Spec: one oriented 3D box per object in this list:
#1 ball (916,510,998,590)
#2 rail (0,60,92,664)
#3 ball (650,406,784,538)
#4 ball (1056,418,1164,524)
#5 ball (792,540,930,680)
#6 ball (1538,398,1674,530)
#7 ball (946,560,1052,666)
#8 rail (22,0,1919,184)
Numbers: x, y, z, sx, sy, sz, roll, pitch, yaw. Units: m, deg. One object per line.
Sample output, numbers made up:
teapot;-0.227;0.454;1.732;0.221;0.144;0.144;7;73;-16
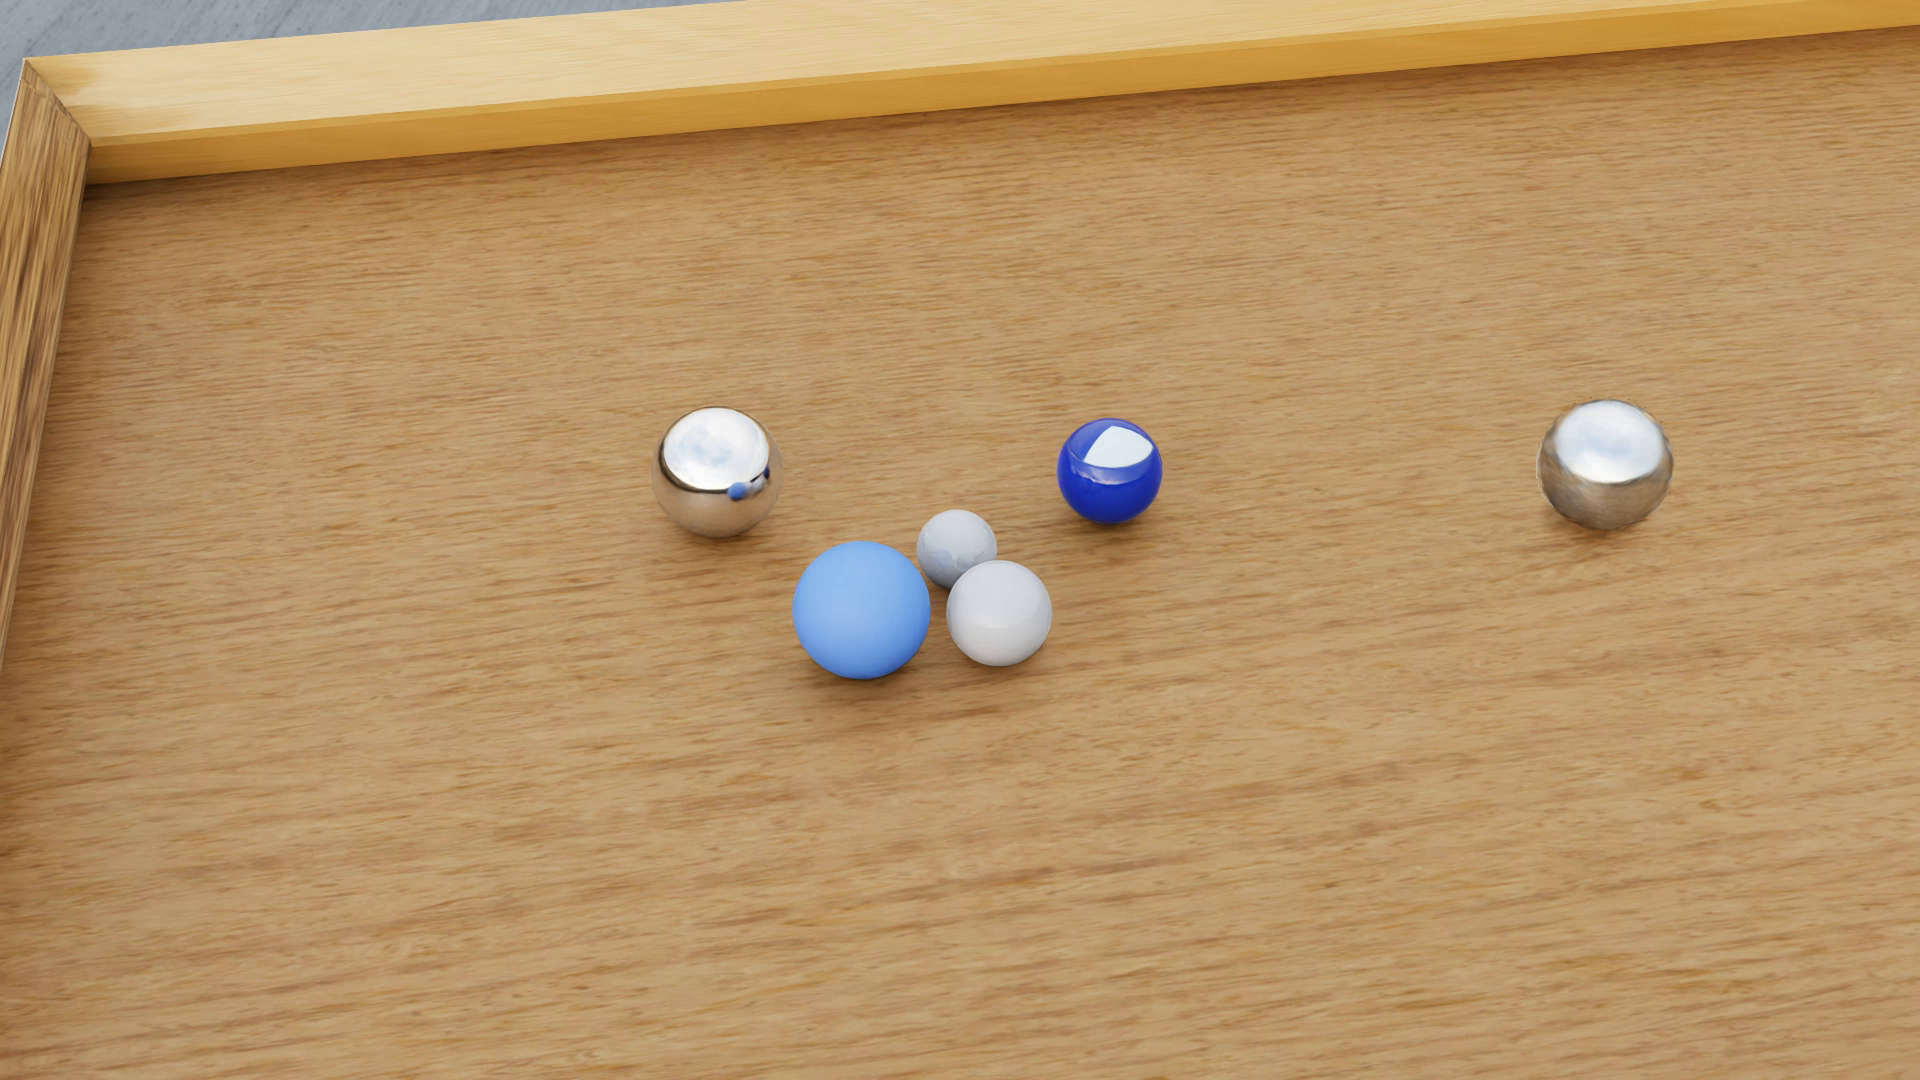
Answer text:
ball;-0.002;0.007;1.680;0.053;0.053;0.053;0;36;0
rail;-0.603;0.051;1.562;0.045;0.116;1.396;-7;36;-9
ball;-0.163;-0.046;1.722;0.089;0.089;0.089;0;36;0
ball;0.101;-0.047;1.738;0.072;0.072;0.072;0;36;0
ball;-0.061;0.044;1.599;0.086;0.086;0.086;0;36;0
ball;0.435;-0.051;1.730;0.089;0.089;0.089;0;36;0
ball;0.024;0.046;1.613;0.067;0.067;0.067;0;36;0
rail;0.495;-0.474;2.298;2.551;0.116;0.045;-7;36;-9
